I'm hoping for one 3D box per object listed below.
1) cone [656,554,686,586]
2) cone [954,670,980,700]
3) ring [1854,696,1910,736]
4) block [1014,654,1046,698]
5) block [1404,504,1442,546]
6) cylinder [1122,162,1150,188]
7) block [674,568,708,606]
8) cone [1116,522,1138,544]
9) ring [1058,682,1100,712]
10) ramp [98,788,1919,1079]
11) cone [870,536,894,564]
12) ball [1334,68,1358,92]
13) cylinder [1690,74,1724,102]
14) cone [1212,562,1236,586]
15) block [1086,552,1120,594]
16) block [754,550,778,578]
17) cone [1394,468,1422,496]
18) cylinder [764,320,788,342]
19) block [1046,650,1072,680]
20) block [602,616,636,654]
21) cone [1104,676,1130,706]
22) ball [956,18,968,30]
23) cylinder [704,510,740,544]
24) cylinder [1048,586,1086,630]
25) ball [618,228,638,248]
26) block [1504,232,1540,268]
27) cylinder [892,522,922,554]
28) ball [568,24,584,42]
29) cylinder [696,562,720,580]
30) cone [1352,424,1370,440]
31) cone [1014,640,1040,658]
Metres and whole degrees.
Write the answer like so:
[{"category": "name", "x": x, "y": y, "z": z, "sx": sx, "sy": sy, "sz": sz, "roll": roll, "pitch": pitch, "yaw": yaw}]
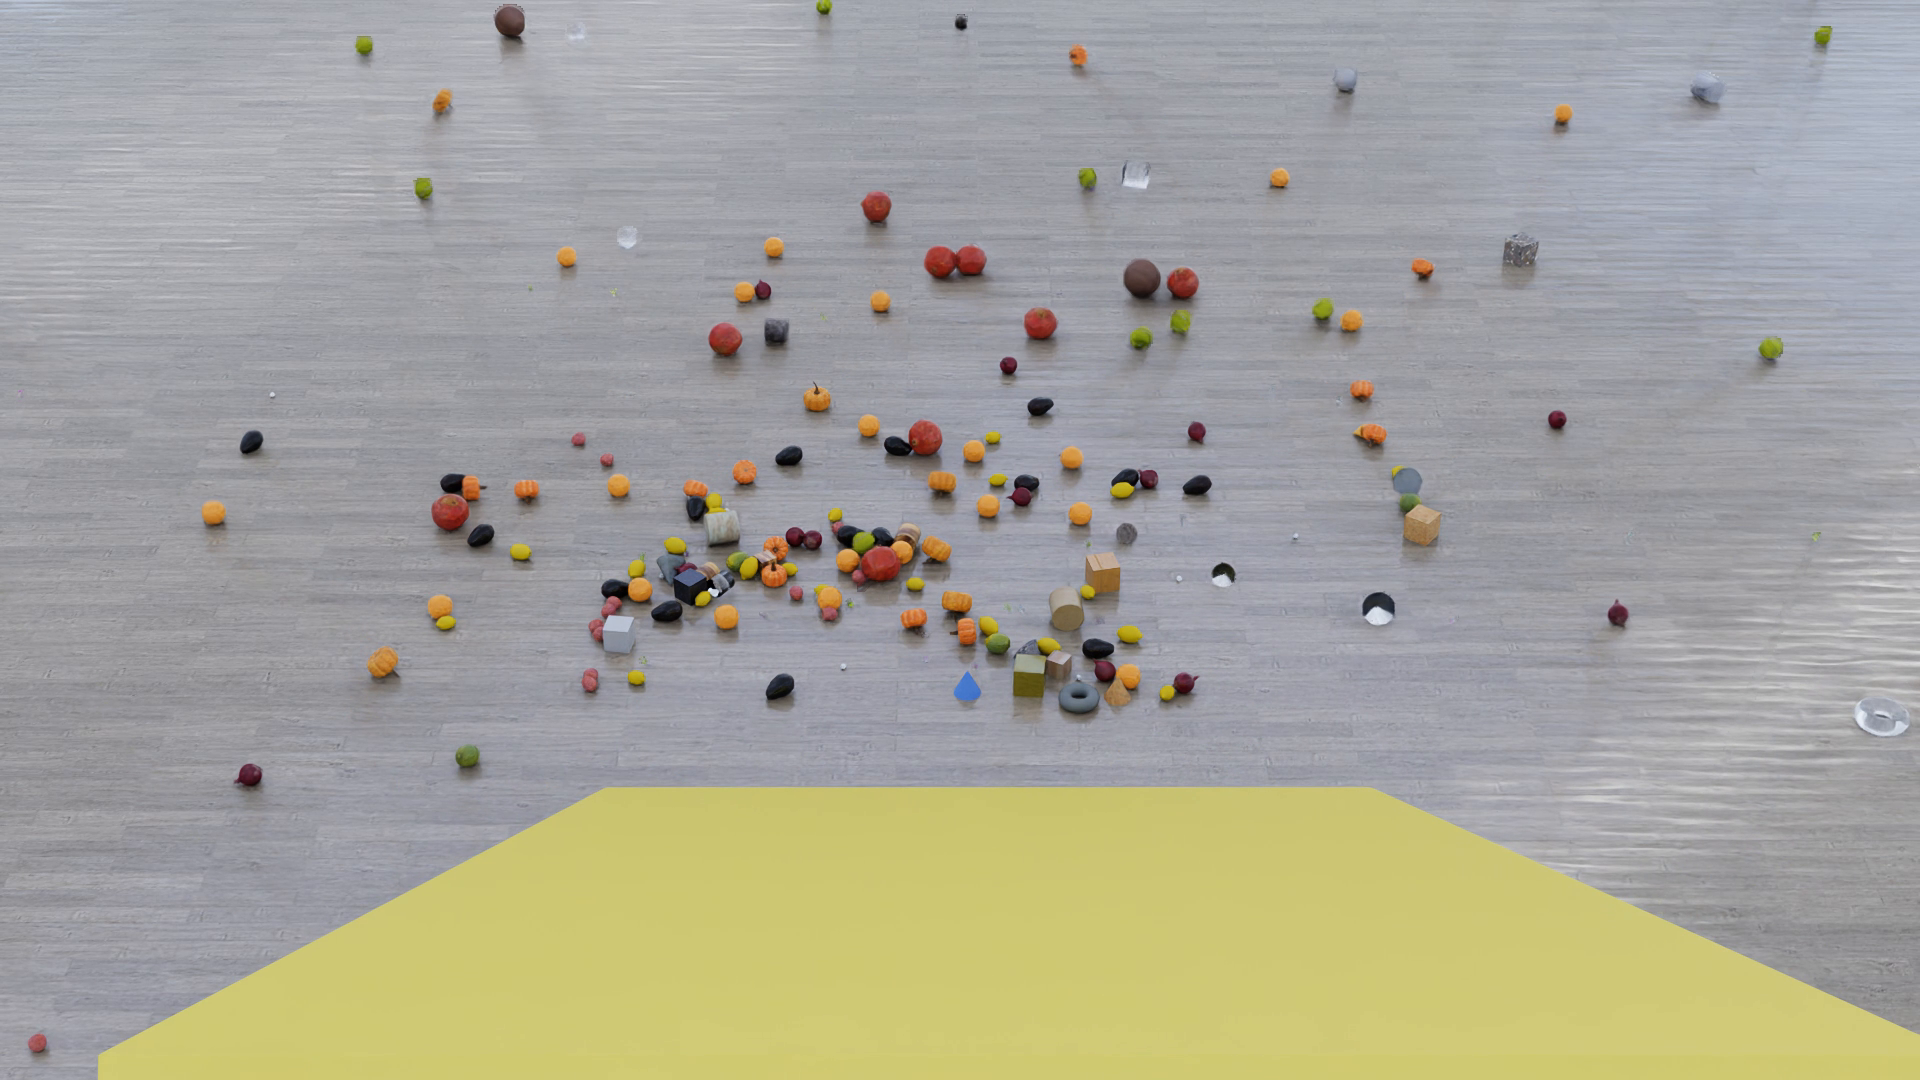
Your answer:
[{"category": "cone", "x": -0.859, "y": 0.102, "z": 7.710, "sx": 0.087, "sy": 0.087, "sz": 0.087, "roll": -1, "pitch": 60, "yaw": -2}, {"category": "cone", "x": 0.021, "y": 0.394, "z": 7.238, "sx": 0.077, "sy": 0.077, "sz": 0.077, "roll": 0, "pitch": 34, "yaw": 0}, {"category": "ring", "x": 2.533, "y": 0.484, "z": 7.130, "sx": 0.147, "sy": 0.049, "sz": 0.147, "roll": 0, "pitch": 35, "yaw": 0}, {"category": "block", "x": 0.195, "y": 0.379, "z": 7.255, "sx": 0.084, "sy": 0.084, "sz": 0.084, "roll": 4, "pitch": 34, "yaw": 5}, {"category": "block", "x": 1.406, "y": -0.046, "z": 7.895, "sx": 0.079, "sy": 0.079, "sz": 0.079, "roll": 24, "pitch": 41, "yaw": 31}, {"category": "cylinder", "x": 0.670, "y": -1.390, "z": 9.899, "sx": 0.088, "sy": 0.088, "sz": 0.088, "roll": 10, "pitch": 35, "yaw": 14}, {"category": "block", "x": -0.792, "y": 0.138, "z": 7.629, "sx": 0.069, "sy": 0.069, "sz": 0.069, "roll": 26, "pitch": 42, "yaw": 34}, {"category": "cone", "x": 0.509, "y": -0.023, "z": 7.907, "sx": 0.065, "sy": 0.065, "sz": 0.065, "roll": 4, "pitch": 7, "yaw": 5}, {"category": "ring", "x": 0.330, "y": 0.438, "z": 7.208, "sx": 0.115, "sy": 0.038, "sz": 0.115, "roll": -1, "pitch": 33, "yaw": 1}, {"category": "ramp", "x": 0.075, "y": 0.649, "z": 4.783, "sx": 2.000, "sy": 0.100, "sz": 4.000, "roll": 0, "pitch": -1, "yaw": 0}, {"category": "cone", "x": -0.236, "y": 0.020, "z": 7.800, "sx": 0.076, "sy": 0.076, "sz": 0.076, "roll": 0, "pitch": 34, "yaw": 0}, {"category": "ball", "x": 1.579, "y": -1.886, "z": 10.635, "sx": 0.096, "sy": 0.096, "sz": 0.096, "roll": 0, "pitch": 34, "yaw": 0}, {"category": "cylinder", "x": 3.044, "y": -1.841, "z": 10.570, "sx": 0.092, "sy": 0.092, "sz": 0.092, "roll": -19, "pitch": 38, "yaw": -25}, {"category": "cone", "x": 0.788, "y": 0.099, "z": 7.720, "sx": 0.072, "sy": 0.072, "sz": 0.072, "roll": 10, "pitch": 5, "yaw": 14}, {"category": "block", "x": 0.422, "y": 0.097, "z": 7.678, "sx": 0.082, "sy": 0.082, "sz": 0.082, "roll": -7, "pitch": 34, "yaw": -11}, {"category": "block", "x": -0.581, "y": 0.070, "z": 7.747, "sx": 0.051, "sy": 0.051, "sz": 0.051, "roll": -21, "pitch": 39, "yaw": -29}, {"category": "cone", "x": 1.414, "y": -0.185, "z": 8.139, "sx": 0.088, "sy": 0.088, "sz": 0.088, "roll": 14, "pitch": 9, "yaw": 20}, {"category": "cylinder", "x": -0.630, "y": -0.719, "z": 8.912, "sx": 0.070, "sy": 0.070, "sz": 0.070, "roll": 4, "pitch": 34, "yaw": 6}, {"category": "block", "x": 0.278, "y": 0.352, "z": 7.322, "sx": 0.054, "sy": 0.054, "sz": 0.054, "roll": 18, "pitch": 38, "yaw": 25}, {"category": "block", "x": -0.976, "y": 0.270, "z": 7.428, "sx": 0.074, "sy": 0.074, "sz": 0.074, "roll": 4, "pitch": 34, "yaw": 7}, {"category": "cone", "x": 0.439, "y": 0.407, "z": 7.221, "sx": 0.075, "sy": 0.075, "sz": 0.075, "roll": 0, "pitch": 34, "yaw": 0}, {"category": "ball", "x": 0.005, "y": -2.226, "z": 11.183, "sx": 0.052, "sy": 0.052, "sz": 0.052, "roll": 0, "pitch": 34, "yaw": 0}, {"category": "cylinder", "x": -0.722, "y": -0.038, "z": 7.870, "sx": 0.093, "sy": 0.093, "sz": 0.093, "roll": -9, "pitch": 35, "yaw": -13}, {"category": "cylinder", "x": 0.309, "y": 0.199, "z": 7.517, "sx": 0.093, "sy": 0.093, "sz": 0.093, "roll": -5, "pitch": 40, "yaw": -7}, {"category": "ball", "x": -1.215, "y": -1.102, "z": 9.484, "sx": 0.070, "sy": 0.070, "sz": 0.070, "roll": 0, "pitch": 34, "yaw": 0}, {"category": "block", "x": 2.031, "y": -1.051, "z": 9.395, "sx": 0.084, "sy": 0.084, "sz": 0.084, "roll": -22, "pitch": 39, "yaw": -29}, {"category": "cylinder", "x": -0.160, "y": -0.005, "z": 7.842, "sx": 0.070, "sy": 0.070, "sz": 0.070, "roll": 7, "pitch": 34, "yaw": 11}, {"category": "ball", "x": -1.638, "y": -2.164, "z": 11.070, "sx": 0.075, "sy": 0.075, "sz": 0.075, "roll": 0, "pitch": 34, "yaw": 0}, {"category": "cylinder", "x": -0.753, "y": 0.106, "z": 7.682, "sx": 0.063, "sy": 0.063, "sz": 0.063, "roll": 22, "pitch": 39, "yaw": 29}, {"category": "cone", "x": 1.290, "y": -0.348, "z": 8.398, "sx": 0.050, "sy": 0.050, "sz": 0.050, "roll": -7, "pitch": 22, "yaw": 43}, {"category": "cone", "x": 0.210, "y": 0.339, "z": 7.356, "sx": 0.083, "sy": 0.083, "sz": 0.083, "roll": -28, "pitch": 69, "yaw": -35}]
